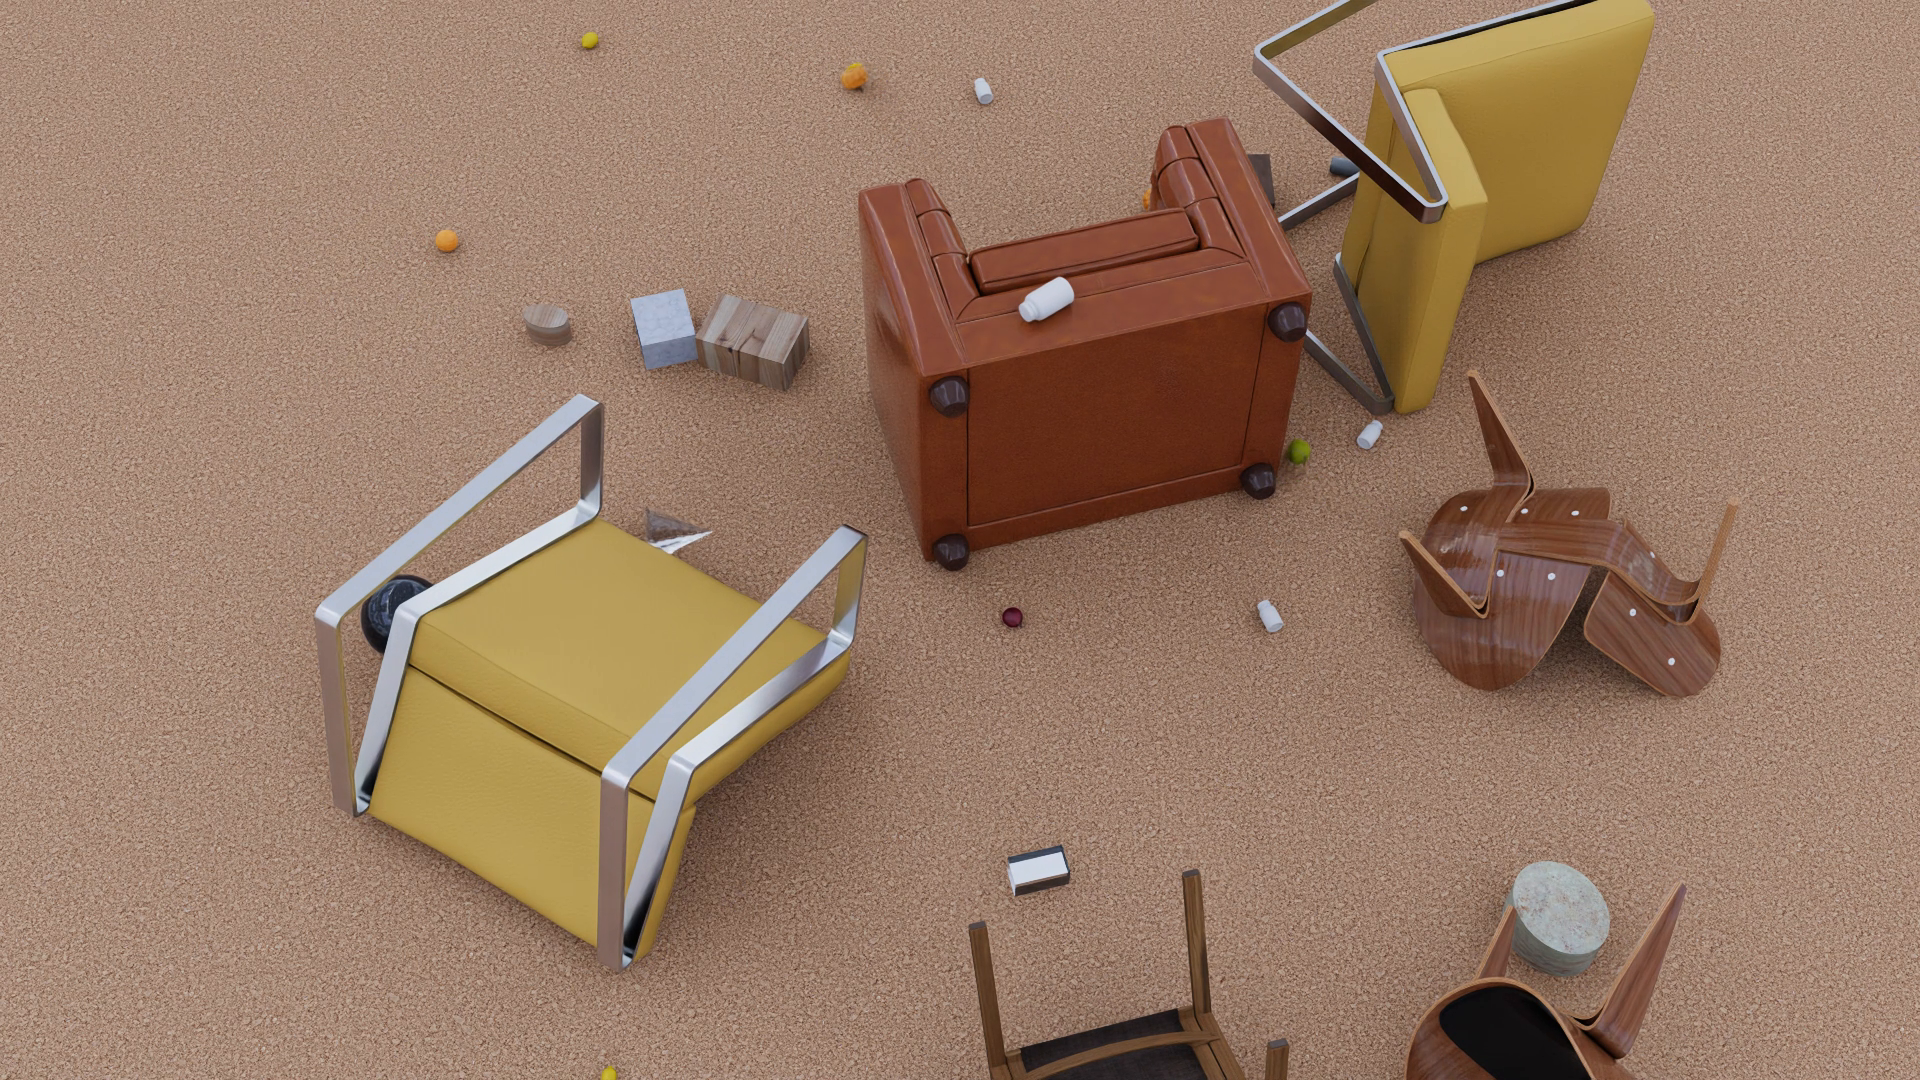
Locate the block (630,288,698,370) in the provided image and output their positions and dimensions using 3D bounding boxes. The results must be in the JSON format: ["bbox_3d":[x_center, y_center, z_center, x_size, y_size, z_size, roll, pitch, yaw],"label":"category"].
[{"bbox_3d":[-0.933,-0.666,6.948,0.170,0.121,0.195,-13,57,-9],"label":"block"}]

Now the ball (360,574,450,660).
[{"bbox_3d":[-1.584,0.221,6.277,0.248,0.248,0.248,0,56,0],"label":"ball"}]

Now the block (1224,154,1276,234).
[{"bbox_3d":[0.955,-1.142,7.254,0.135,0.143,0.218,0,56,0],"label":"block"}]

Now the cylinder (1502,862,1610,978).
[{"bbox_3d":[1.572,1.001,5.812,0.230,0.150,0.276,-27,60,-17],"label":"cylinder"}]

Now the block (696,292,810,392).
[{"bbox_3d":[-0.649,-0.621,6.906,0.298,0.141,0.195,17,58,11],"label":"block"}]

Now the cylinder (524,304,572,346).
[{"bbox_3d":[-1.307,-0.681,6.974,0.147,0.094,0.092,12,57,8],"label":"cylinder"}]

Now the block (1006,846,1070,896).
[{"bbox_3d":[0.211,0.892,5.930,0.152,0.075,0.082,-12,57,-8],"label":"block"}]
